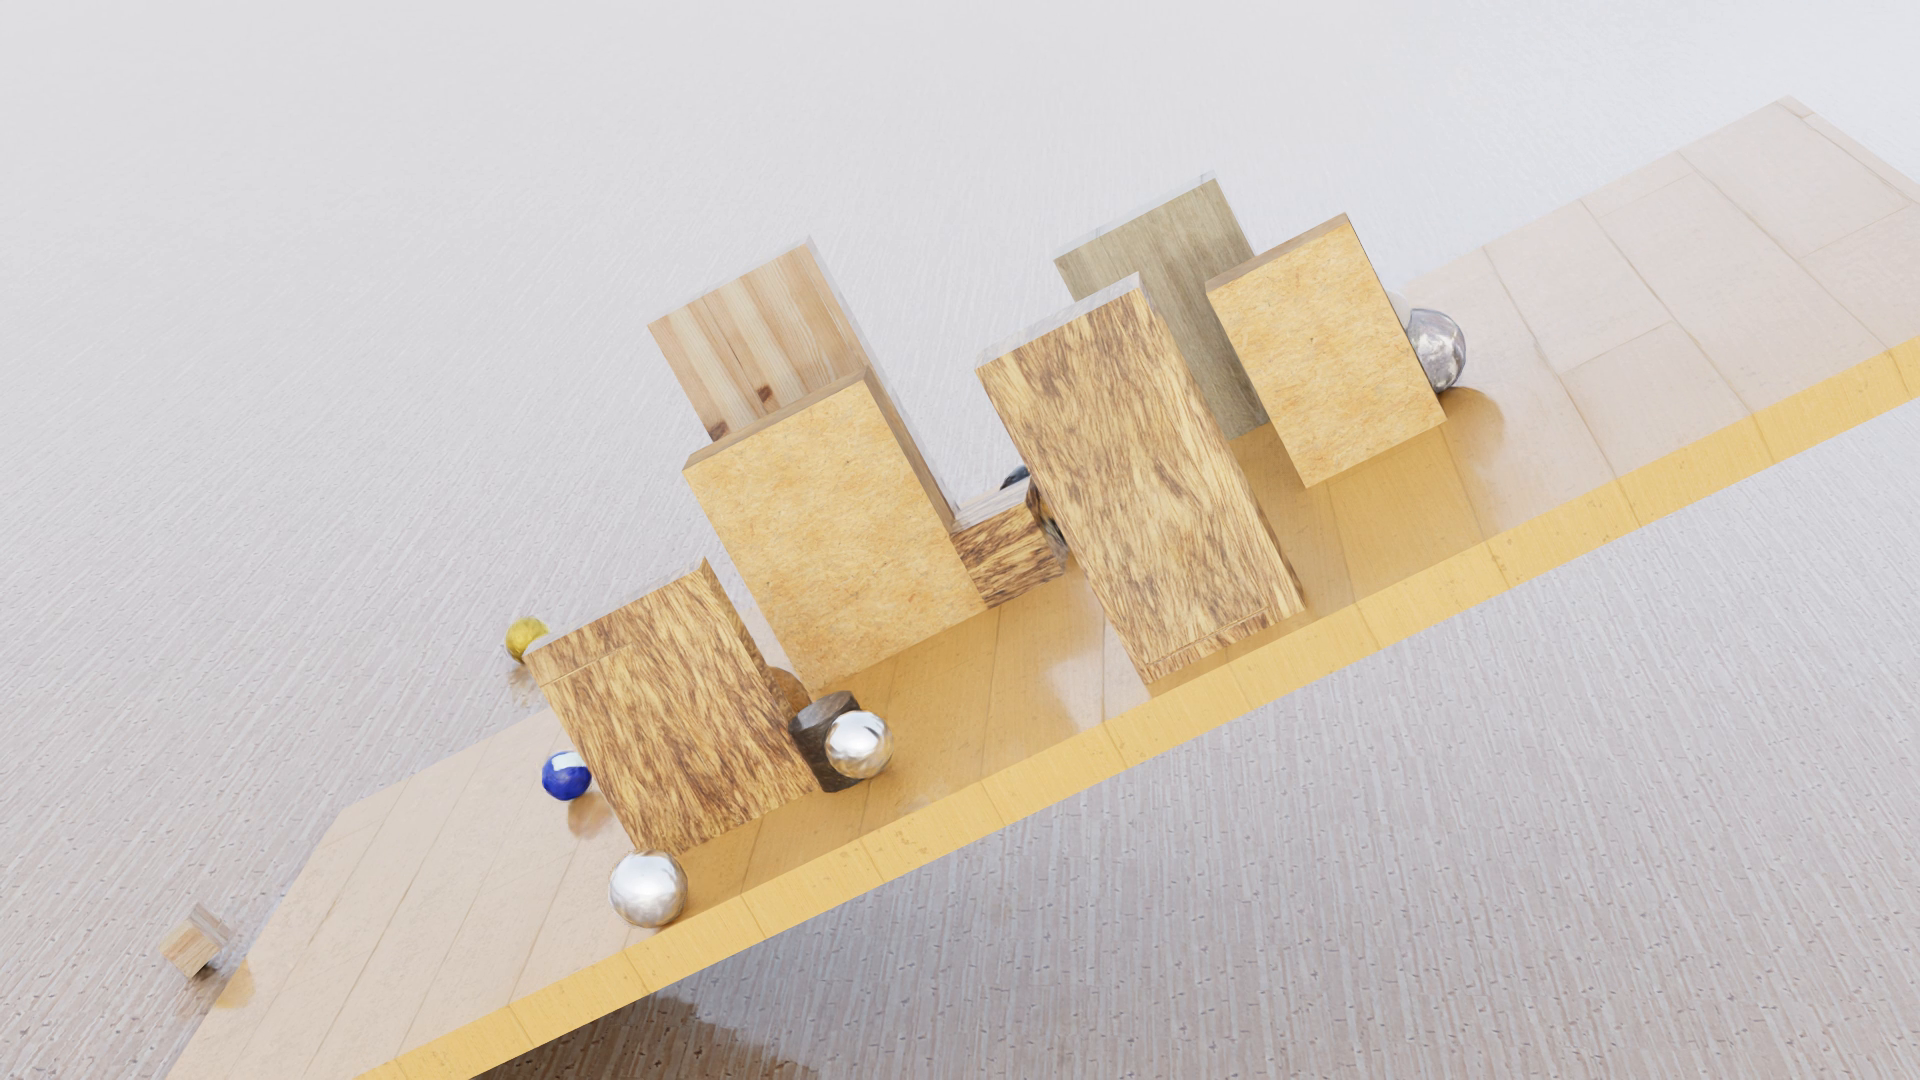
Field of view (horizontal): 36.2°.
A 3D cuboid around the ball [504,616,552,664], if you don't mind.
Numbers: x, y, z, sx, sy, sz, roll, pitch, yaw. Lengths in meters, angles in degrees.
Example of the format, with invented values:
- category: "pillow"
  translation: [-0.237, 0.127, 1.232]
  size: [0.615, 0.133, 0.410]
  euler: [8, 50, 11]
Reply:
- category: "ball"
  translation: [-1.305, 0.303, 8.907]
  size: [0.146, 0.146, 0.146]
  euler: [0, 17, 0]

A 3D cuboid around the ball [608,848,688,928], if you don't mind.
- category: "ball"
  translation: [-0.578, 0.647, 5.463]
  size: [0.147, 0.147, 0.147]
  euler: [0, 17, 0]

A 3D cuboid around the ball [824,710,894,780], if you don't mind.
- category: "ball"
  translation: [-0.191, 0.388, 5.574]
  size: [0.131, 0.131, 0.131]
  euler: [0, 17, 0]

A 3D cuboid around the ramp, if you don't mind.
- category: "ramp"
  translation: [0.141, 0.167, 6.281]
  size: [4.000, 0.100, 2.000]
  euler: [-26, 14, 11]

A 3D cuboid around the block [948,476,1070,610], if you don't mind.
- category: "block"
  translation: [0.108, 0.005, 6.332]
  size: [0.182, 0.182, 0.182]
  euler: [-25, 14, 14]

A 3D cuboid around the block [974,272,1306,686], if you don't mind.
- category: "block"
  translation: [0.327, -0.108, 5.298]
  size: [0.326, 0.664, 0.134]
  euler: [-26, 14, 11]

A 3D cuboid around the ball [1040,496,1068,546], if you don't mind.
- category: "ball"
  translation: [0.259, -0.072, 6.265]
  size: [0.178, 0.178, 0.178]
  euler: [0, 17, 0]

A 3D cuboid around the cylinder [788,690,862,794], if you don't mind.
- category: "cylinder"
  translation: [-0.238, 0.391, 5.712]
  size: [0.144, 0.144, 0.144]
  euler: [-27, 15, 8]

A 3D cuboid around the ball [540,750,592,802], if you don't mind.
- category: "ball"
  translation: [-0.877, 0.525, 6.555]
  size: [0.113, 0.113, 0.113]
  euler: [0, 17, 0]

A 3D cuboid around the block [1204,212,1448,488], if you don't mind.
- category: "block"
  translation: [0.735, -0.381, 5.913]
  size: [0.314, 0.452, 0.111]
  euler: [-26, 14, 11]

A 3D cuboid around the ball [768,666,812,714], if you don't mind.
- category: "ball"
  translation: [-0.403, 0.357, 6.043]
  size: [0.200, 0.200, 0.200]
  euler: [0, 17, 0]

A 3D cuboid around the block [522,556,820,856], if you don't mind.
- category: "block"
  translation: [-0.557, 0.342, 5.770]
  size: [0.398, 0.500, 0.083]
  euler: [-26, 14, 11]

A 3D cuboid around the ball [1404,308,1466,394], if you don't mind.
- category: "ball"
  translation: [0.952, -0.387, 6.070]
  size: [0.185, 0.185, 0.185]
  euler: [0, 17, 0]

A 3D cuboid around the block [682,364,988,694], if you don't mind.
- category: "block"
  translation: [-0.261, -0.020, 6.338]
  size: [0.441, 0.567, 0.136]
  euler: [-26, 14, 11]

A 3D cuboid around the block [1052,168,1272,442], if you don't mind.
- category: "block"
  translation: [0.509, -0.484, 6.530]
  size: [0.396, 0.545, 0.112]
  euler: [-26, 14, 11]

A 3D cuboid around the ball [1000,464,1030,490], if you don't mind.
- category: "ball"
  translation: [0.176, -0.086, 6.519]
  size: [0.184, 0.184, 0.184]
  euler: [0, 17, 0]

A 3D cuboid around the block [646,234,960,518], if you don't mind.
- category: "block"
  translation: [-0.356, -0.271, 6.953]
  size: [0.423, 0.790, 0.103]
  euler: [-26, 14, 11]

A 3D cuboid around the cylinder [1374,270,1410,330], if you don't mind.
- category: "cylinder"
  translation: [0.850, -0.478, 6.011]
  size: [0.114, 0.114, 0.114]
  euler: [-2, 28, -8]

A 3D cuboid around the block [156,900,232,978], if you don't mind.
- category: "block"
  translation: [-1.788, 0.932, 6.871]
  size: [0.107, 0.107, 0.107]
  euler: [-42, 11, 13]
